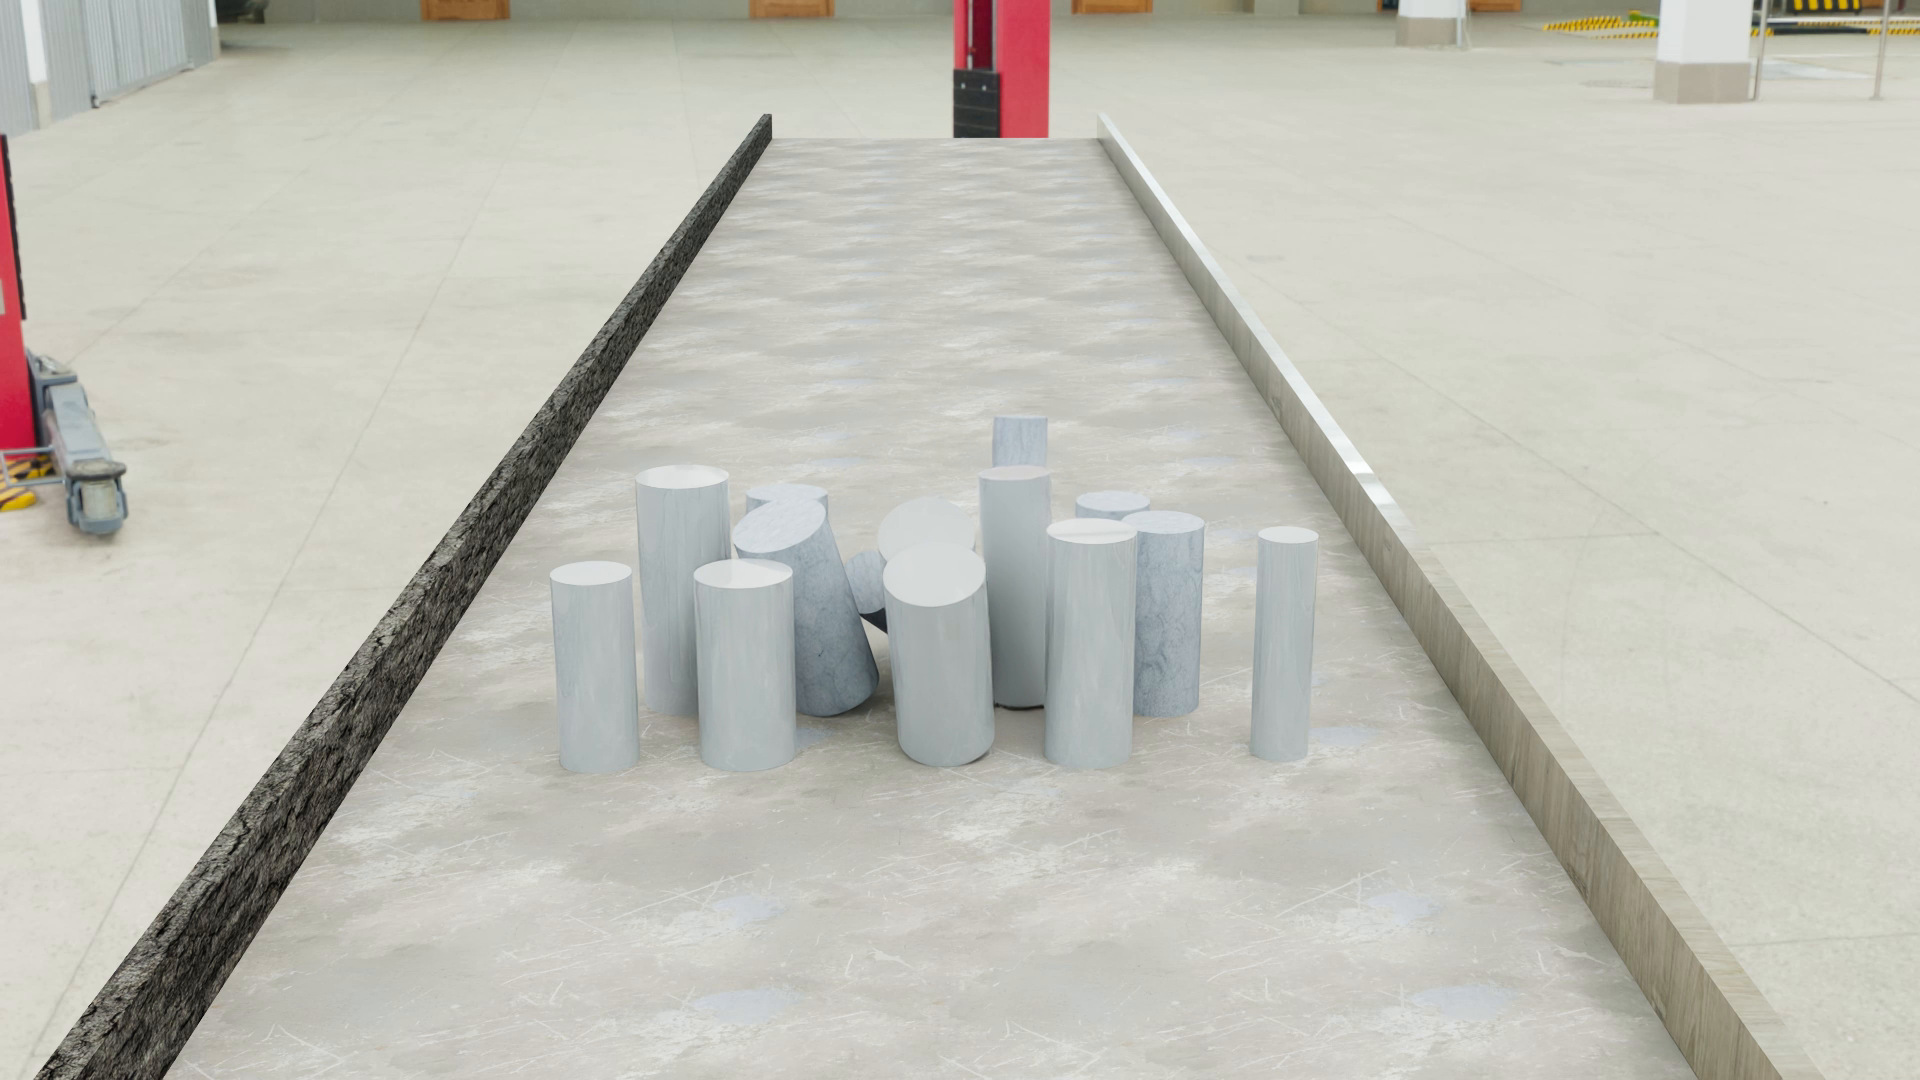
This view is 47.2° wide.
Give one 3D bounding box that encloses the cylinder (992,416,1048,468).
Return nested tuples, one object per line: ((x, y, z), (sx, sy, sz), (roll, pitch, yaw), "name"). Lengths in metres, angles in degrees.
((0.123, -0.058, 4.679), (0.114, 0.409, 0.114), (1, 6, 0), "cylinder")

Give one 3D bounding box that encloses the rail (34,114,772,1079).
((-1.118, -0.838, 7.780), (0.050, 0.150, 12.000), (0, 17, -1), "rail")

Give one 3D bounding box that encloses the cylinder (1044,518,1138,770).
((0.229, 0.182, 3.888), (0.159, 0.414, 0.159), (0, 17, 0), "cylinder")

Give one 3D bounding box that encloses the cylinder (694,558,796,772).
((-0.379, 0.220, 3.891), (0.173, 0.339, 0.173), (0, 17, 0), "cylinder")

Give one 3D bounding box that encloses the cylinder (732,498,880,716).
((-0.283, 0.125, 4.079), (0.176, 0.376, 0.176), (-12, 32, 7), "cylinder")

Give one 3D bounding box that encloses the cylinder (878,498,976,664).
((-0.052, 0.118, 4.060), (0.174, 0.418, 0.174), (-1, 53, 2), "cylinder")

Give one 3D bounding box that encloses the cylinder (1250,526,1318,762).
((0.573, 0.185, 3.895), (0.104, 0.405, 0.104), (0, 17, 0), "cylinder")

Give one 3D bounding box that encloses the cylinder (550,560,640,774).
((-0.641, 0.223, 3.867), (0.141, 0.347, 0.141), (0, 17, 0), "cylinder")

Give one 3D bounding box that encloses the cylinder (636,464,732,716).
((-0.515, 0.093, 4.139), (0.173, 0.441, 0.173), (0, 17, 0), "cylinder")

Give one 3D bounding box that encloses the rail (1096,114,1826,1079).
((0.932, -0.844, 7.801), (0.050, 0.150, 12.000), (0, 17, -1), "rail")

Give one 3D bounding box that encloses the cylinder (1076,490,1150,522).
((0.303, 0.077, 4.396), (0.146, 0.324, 0.146), (0, 17, 0), "cylinder")

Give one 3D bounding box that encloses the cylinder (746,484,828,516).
((-0.345, 0.068, 4.399), (0.162, 0.334, 0.162), (0, 13, 0), "cylinder")

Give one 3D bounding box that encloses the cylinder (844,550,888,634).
((-0.115, 0.128, 4.305), (0.126, 0.126, 0.326), (8, -14, 24), "cylinder")

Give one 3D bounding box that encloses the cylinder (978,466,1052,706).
((0.113, 0.086, 4.156), (0.136, 0.436, 0.136), (-3, 13, 1), "cylinder")

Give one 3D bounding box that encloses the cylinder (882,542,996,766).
((-0.034, 0.202, 3.838), (0.175, 0.366, 0.175), (-2, 37, 2), "cylinder")

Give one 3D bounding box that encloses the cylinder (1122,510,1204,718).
((0.377, 0.138, 4.133), (0.154, 0.359, 0.154), (0, 17, 0), "cylinder")
